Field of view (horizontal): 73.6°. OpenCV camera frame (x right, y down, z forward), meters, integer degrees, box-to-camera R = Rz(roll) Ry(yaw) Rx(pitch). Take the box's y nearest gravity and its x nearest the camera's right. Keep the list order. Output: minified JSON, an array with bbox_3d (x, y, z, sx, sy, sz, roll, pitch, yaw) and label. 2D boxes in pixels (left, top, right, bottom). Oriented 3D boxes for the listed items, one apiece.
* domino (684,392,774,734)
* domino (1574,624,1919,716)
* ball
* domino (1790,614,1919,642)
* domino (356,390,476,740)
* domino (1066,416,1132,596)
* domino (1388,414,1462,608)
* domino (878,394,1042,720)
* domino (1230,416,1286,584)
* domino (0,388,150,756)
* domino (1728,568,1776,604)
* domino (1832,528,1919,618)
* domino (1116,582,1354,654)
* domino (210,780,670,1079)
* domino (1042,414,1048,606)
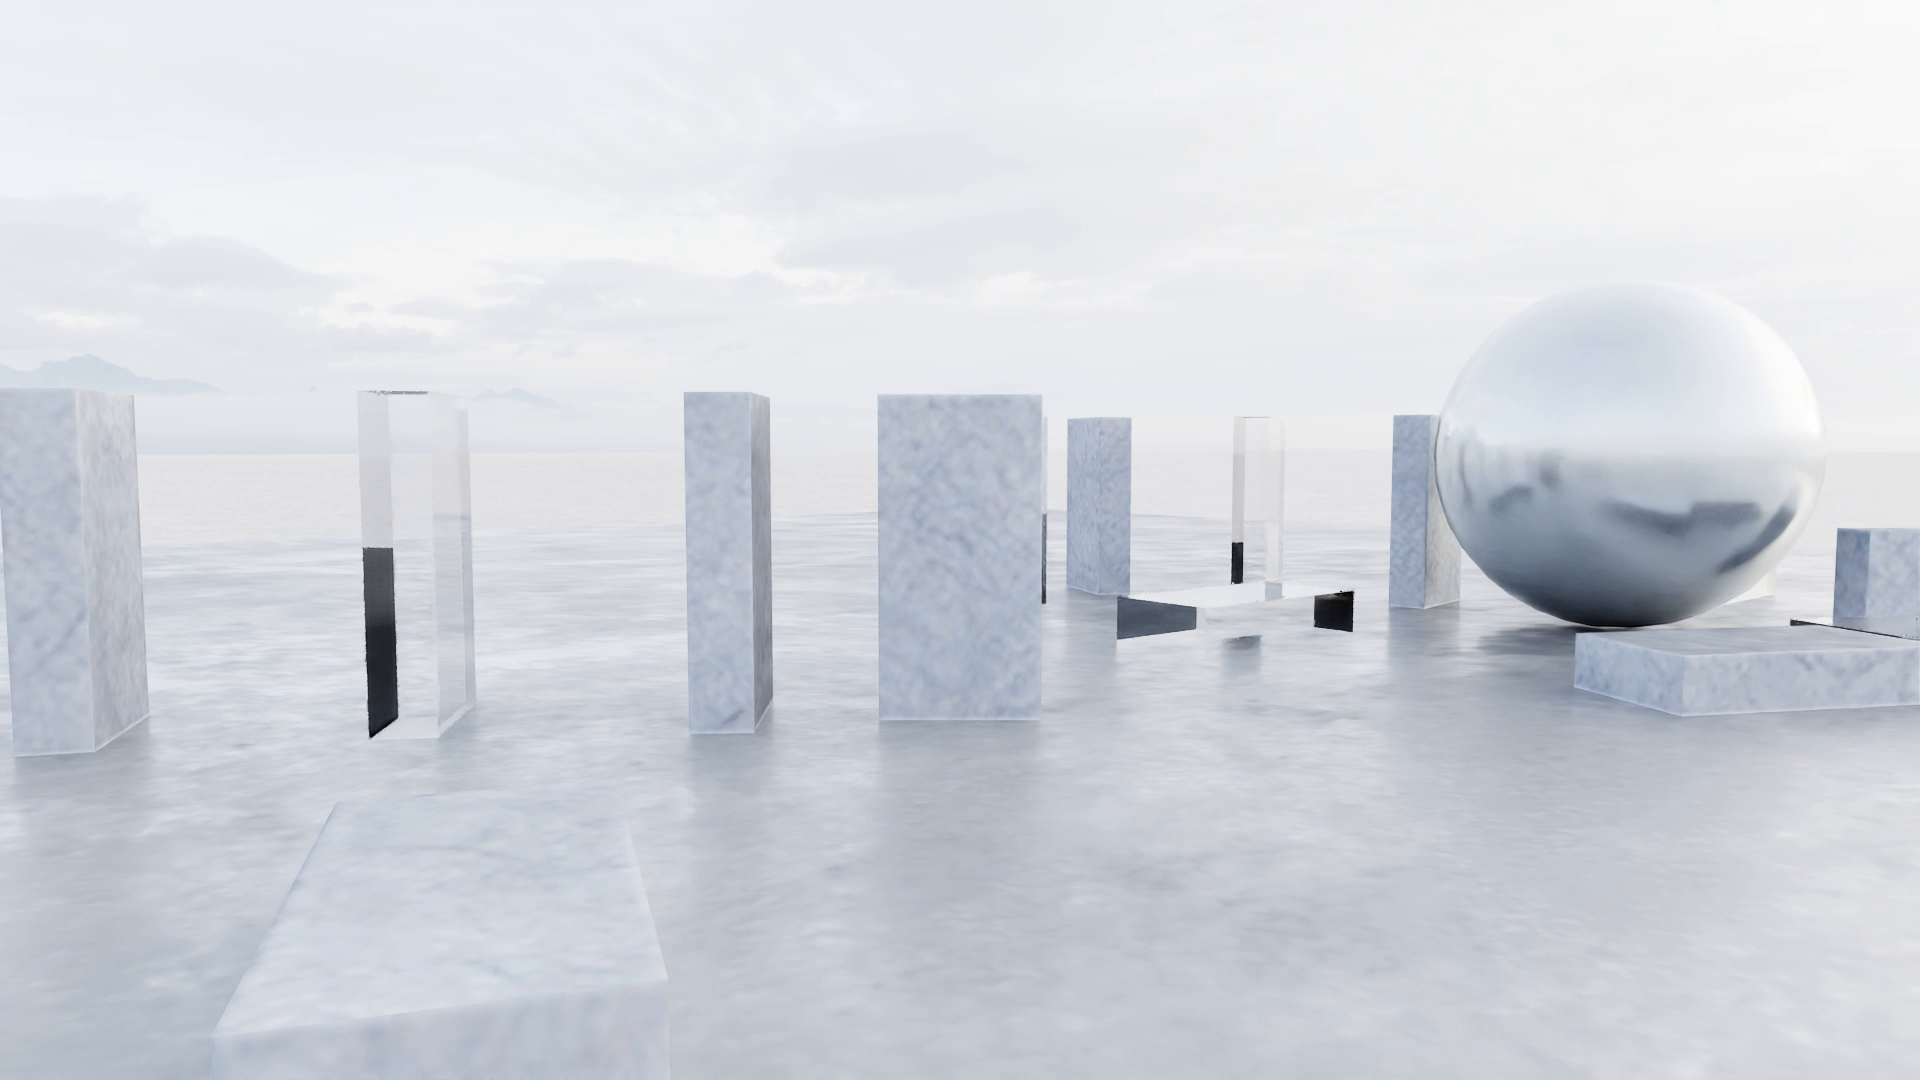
[{"bbox_3d":[-0.035,0.003,0.199,0.009,0.050,0.025,0,4,-2],"label":"domino"},{"bbox_3d":[0.135,0.022,0.218,0.050,0.009,0.025,-1,4,-12],"label":"domino"},{"bbox_3d":[0.152,-0.020,0.296,0.080,0.080,0.080,0,4,0],"label":"ball"},{"bbox_3d":[0.184,0.020,0.236,0.050,0.009,0.025,-1,4,-12],"label":"domino"},{"bbox_3d":[-0.082,0.003,0.196,0.009,0.050,0.025,-1,4,-9],"label":"domino"},{"bbox_3d":[0.040,-0.010,0.373,0.009,0.050,0.025,-1,4,-17],"label":"domino"},{"bbox_3d":[0.125,-0.008,0.342,0.009,0.050,0.025,4,6,41],"label":"domino"},{"bbox_3d":[0.000,0.002,0.201,0.025,0.050,0.009,0,4,0],"label":"domino"},{"bbox_3d":[0.086,-0.010,0.367,0.009,0.050,0.025,2,5,25],"label":"domino"},{"bbox_3d":[-0.128,0.004,0.186,0.010,0.050,0.025,-1,4,-17],"label":"domino"},{"bbox_3d":[0.209,0.004,0.351,0.050,0.025,0.009,-4,6,-40],"label":"domino"},{"bbox_3d":[0.209,0.010,0.265,0.050,0.025,0.010,0,4,-1],"label":"domino"},{"bbox_3d":[0.061,0.017,0.284,0.050,0.009,0.025,-3,5,-38],"label":"domino"},{"bbox_3d":[-0.038,0.030,0.099,0.025,0.009,0.050,-1,5,-19],"label":"domino"},{"bbox_3d":[0.010,-0.008,0.340,0.025,0.050,0.009,2,5,19],"label":"domino"}]
